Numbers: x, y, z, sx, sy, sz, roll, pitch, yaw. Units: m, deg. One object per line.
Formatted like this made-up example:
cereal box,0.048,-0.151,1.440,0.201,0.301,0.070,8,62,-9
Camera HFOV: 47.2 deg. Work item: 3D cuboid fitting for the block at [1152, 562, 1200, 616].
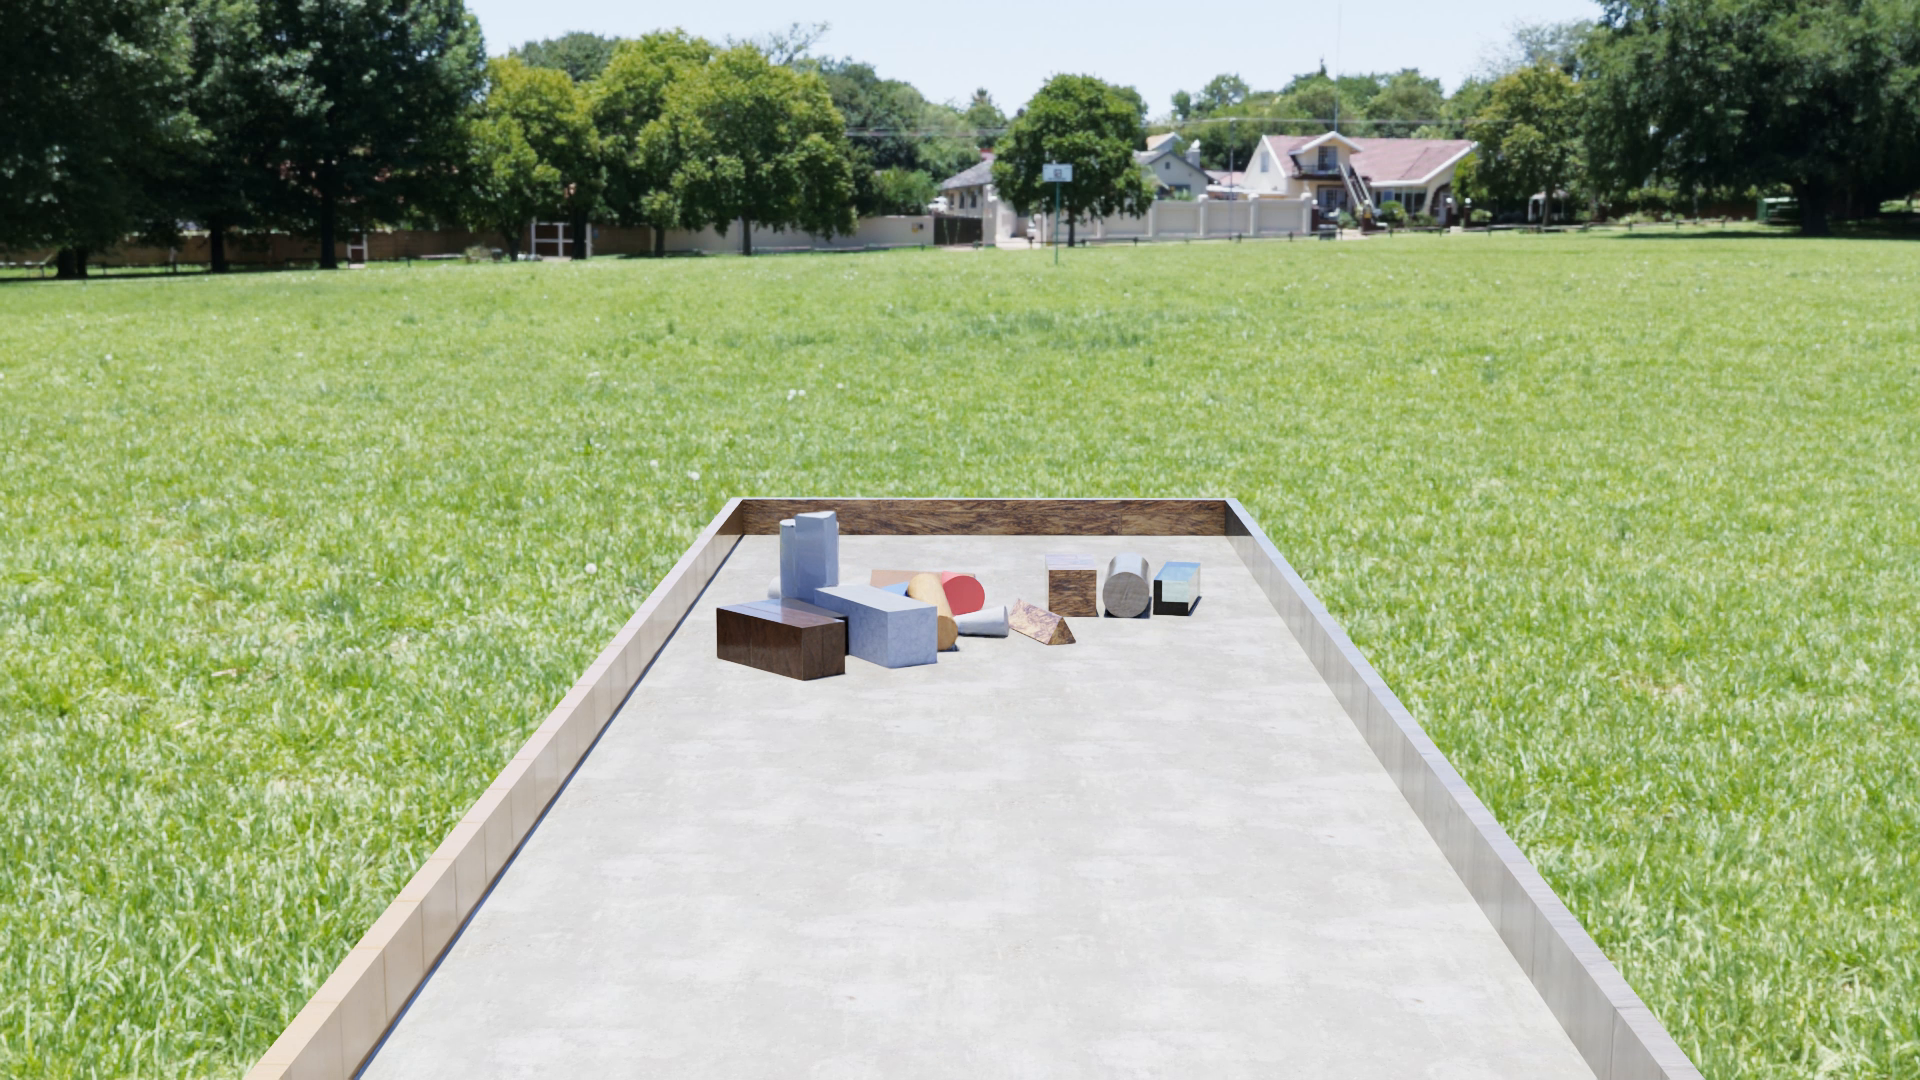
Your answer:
block,0.749,0.166,7.579,0.120,0.120,0.380,2,9,12

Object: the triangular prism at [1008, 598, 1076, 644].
triangular prism,0.256,0.259,7.084,0.099,0.086,0.349,-4,10,-22

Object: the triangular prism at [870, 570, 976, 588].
triangular prism,-0.127,0.164,7.587,0.363,0.115,0.133,2,10,13

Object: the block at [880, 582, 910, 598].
block,-0.216,0.226,7.184,0.104,0.104,0.371,-12,8,6

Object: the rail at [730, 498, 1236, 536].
rail,0.099,-0.098,9.147,2.100,0.150,0.050,0,9,1

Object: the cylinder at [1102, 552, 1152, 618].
cylinder,0.574,0.152,7.550,0.157,0.157,0.414,1,9,6

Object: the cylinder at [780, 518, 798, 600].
cylinder,-0.499,0.112,7.196,0.179,0.344,0.179,1,9,0

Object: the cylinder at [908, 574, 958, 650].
cylinder,-0.089,0.227,7.010,0.118,0.118,0.407,-1,18,-7

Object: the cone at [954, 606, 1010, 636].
cone,-0.052,0.279,7.090,0.410,0.100,0.100,-6,8,10

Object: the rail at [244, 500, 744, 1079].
rail,-1.004,0.839,3.234,0.050,0.150,12.000,0,9,1

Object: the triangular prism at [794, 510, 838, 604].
triangular prism,-0.432,0.110,7.042,0.136,0.393,0.118,7,13,40

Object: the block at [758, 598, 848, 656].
block,-0.497,0.275,6.882,0.123,0.123,0.371,-6,11,-33

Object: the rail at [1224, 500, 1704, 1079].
rail,1.046,0.843,3.208,0.050,0.150,12.000,0,9,1

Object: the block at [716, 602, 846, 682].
block,-0.542,0.300,6.609,0.158,0.158,0.429,-8,12,-41

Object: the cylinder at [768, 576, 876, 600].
cylinder,-0.456,0.197,7.381,0.382,0.121,0.121,6,11,32

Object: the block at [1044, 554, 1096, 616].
block,0.377,0.153,7.528,0.161,0.161,0.322,0,9,0

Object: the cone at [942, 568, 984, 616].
cone,-0.026,0.148,7.428,0.159,0.159,0.301,-2,21,-10

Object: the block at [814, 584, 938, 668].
block,-0.264,0.263,6.799,0.173,0.173,0.456,-6,11,-32
